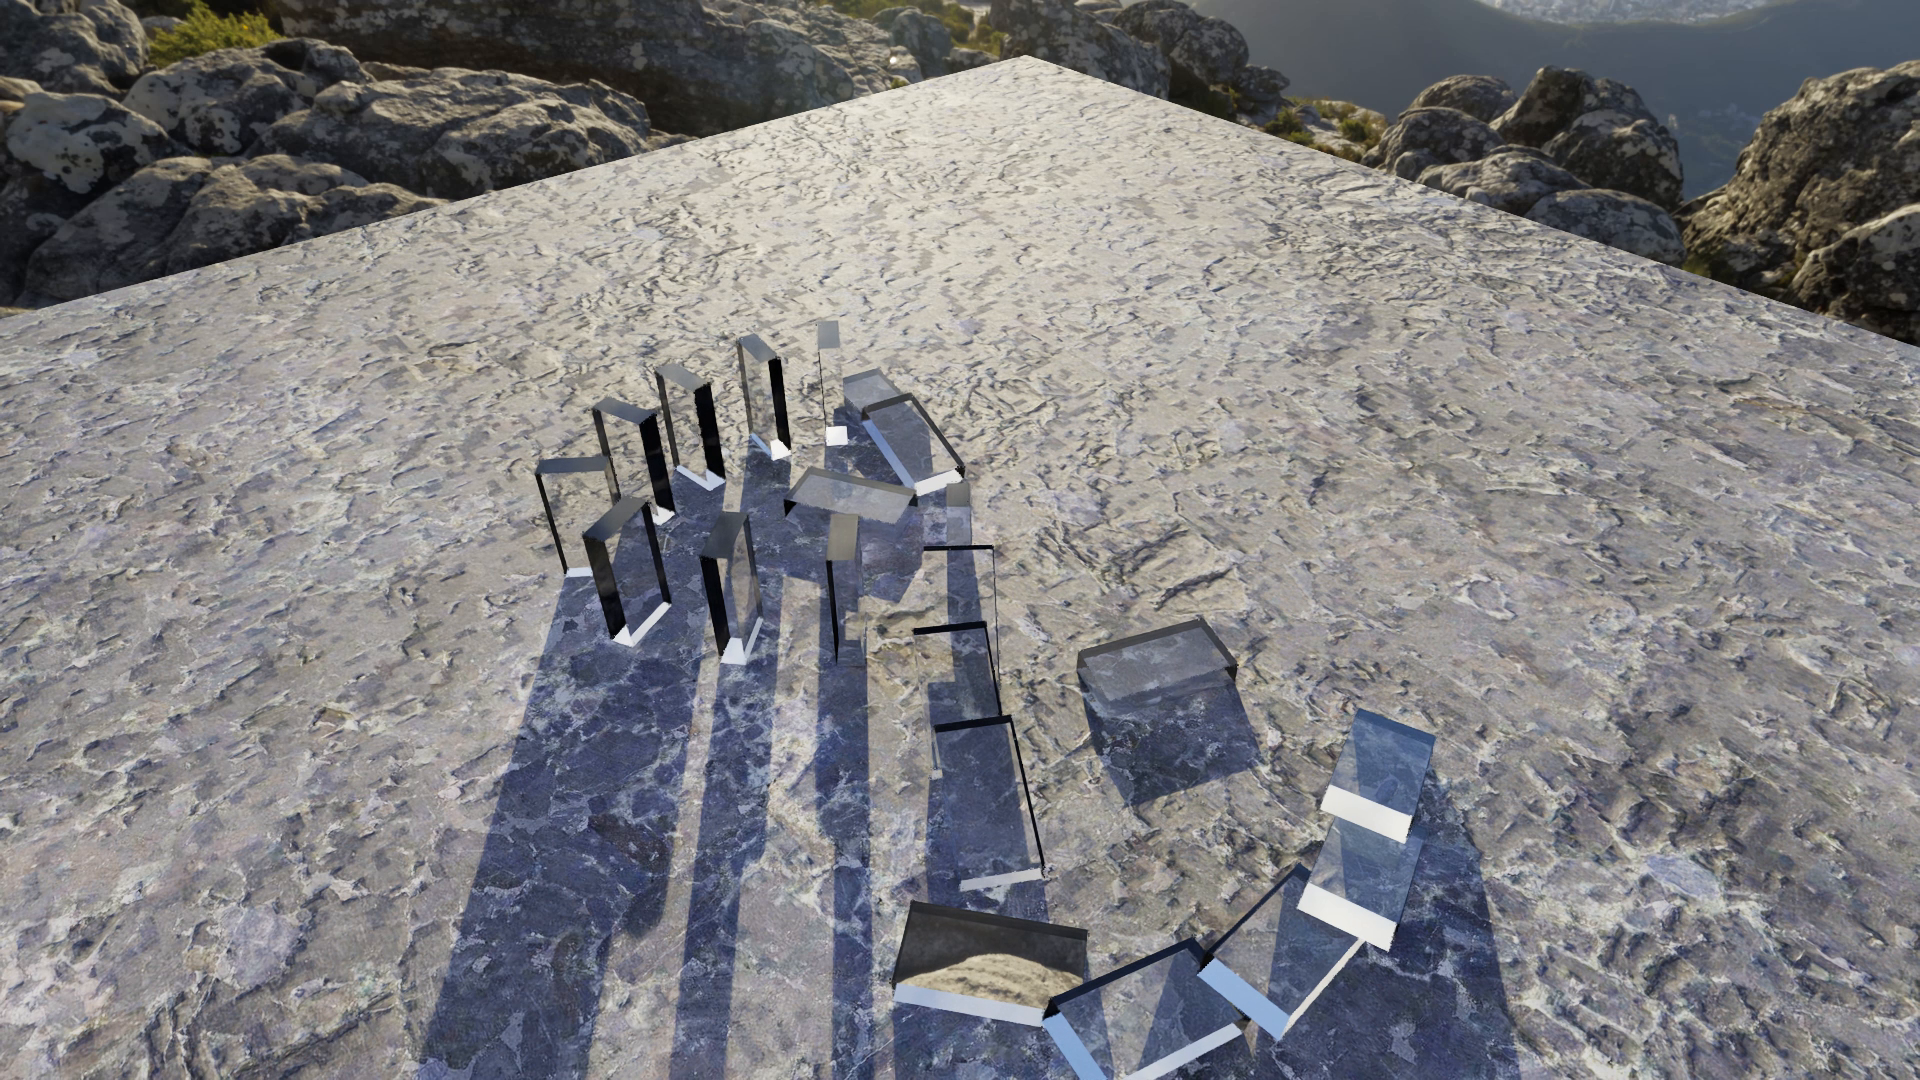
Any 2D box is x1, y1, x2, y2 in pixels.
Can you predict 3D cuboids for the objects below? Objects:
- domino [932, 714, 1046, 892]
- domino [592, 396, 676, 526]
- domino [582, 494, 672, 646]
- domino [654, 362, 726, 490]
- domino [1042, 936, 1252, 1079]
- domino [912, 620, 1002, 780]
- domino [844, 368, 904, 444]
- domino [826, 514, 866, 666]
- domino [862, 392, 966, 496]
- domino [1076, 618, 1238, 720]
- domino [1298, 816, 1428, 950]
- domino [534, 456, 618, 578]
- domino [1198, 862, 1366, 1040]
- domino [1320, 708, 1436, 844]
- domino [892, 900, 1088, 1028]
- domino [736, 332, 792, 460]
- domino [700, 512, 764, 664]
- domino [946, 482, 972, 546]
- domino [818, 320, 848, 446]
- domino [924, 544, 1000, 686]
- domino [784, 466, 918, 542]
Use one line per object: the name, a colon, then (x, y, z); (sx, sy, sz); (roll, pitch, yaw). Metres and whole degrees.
domino: (0.008, 0.079, 0.337); (0.025, 0.009, 0.050); (-7, 55, -8)
domino: (-0.133, -0.032, 0.451); (0.025, 0.050, 0.010); (20, 43, 22)
domino: (-0.119, 0.012, 0.397); (0.010, 0.050, 0.025); (15, 42, 18)
domino: (-0.115, -0.048, 0.470); (0.025, 0.050, 0.009); (30, 48, 31)
domino: (0.049, 0.123, 0.284); (0.050, 0.009, 0.025); (-8, 37, -33)
domino: (0.000, 0.053, 0.366); (0.025, 0.010, 0.050); (-6, 61, -7)
domino: (-0.038, -0.063, 0.521); (0.025, 0.010, 0.050); (-20, 44, -23)
domino: (-0.040, 0.018, 0.389); (0.010, 0.050, 0.025); (-1, 39, -1)
domino: (-0.021, -0.043, 0.487); (0.025, 0.010, 0.050); (-20, 57, -23)
domino: (0.069, 0.045, 0.389); (0.050, 0.010, 0.025); (-13, 41, -15)
domino: (0.117, 0.094, 0.317); (0.025, 0.010, 0.050); (21, 27, 24)
domino: (-0.143, -0.008, 0.422); (0.025, 0.050, 0.009); (-3, 39, -4)
domino: (0.090, 0.111, 0.300); (0.025, 0.009, 0.050); (32, 36, 33)
domino: (0.132, 0.072, 0.345); (0.025, 0.010, 0.050); (20, 28, 22)
domino: (0.009, 0.116, 0.301); (0.050, 0.010, 0.025); (7, 40, 8)
domino: (-0.087, -0.063, 0.489); (0.010, 0.050, 0.025); (-23, 44, -25)
domino: (-0.080, 0.017, 0.390); (0.010, 0.050, 0.025); (5, 40, 6)
domino: (0.000, 0.003, 0.428); (0.009, 0.025, 0.050); (0, 39, -1)
domino: (-0.058, -0.071, 0.498); (0.009, 0.050, 0.025); (-4, 40, -5)
domino: (0.000, 0.027, 0.390); (0.025, 0.010, 0.050); (-2, 73, -2)
domino: (-0.046, -0.015, 0.462); (0.050, 0.009, 0.025); (13, 41, 15)
